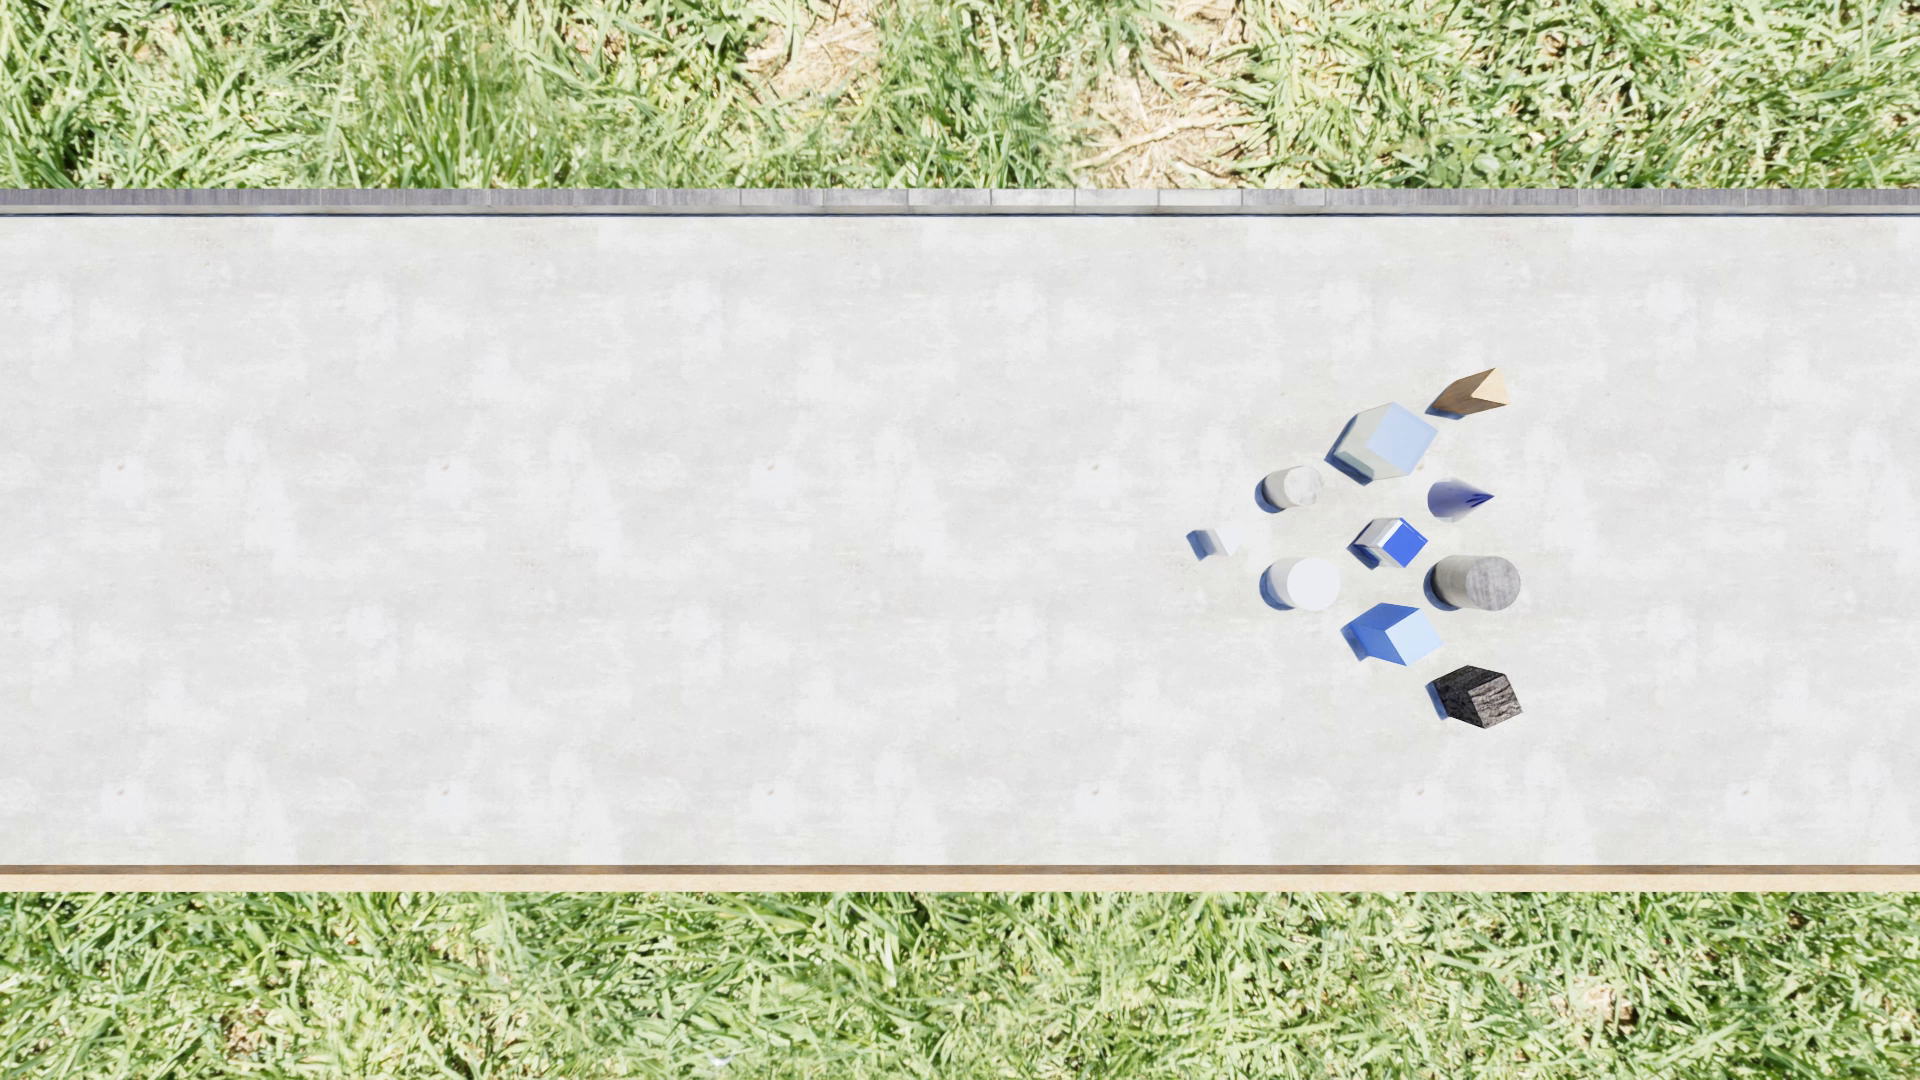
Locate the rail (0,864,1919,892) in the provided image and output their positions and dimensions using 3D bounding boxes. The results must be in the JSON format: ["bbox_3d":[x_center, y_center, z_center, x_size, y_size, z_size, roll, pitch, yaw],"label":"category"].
[{"bbox_3d":[-2.247,1.025,5.001,12.000,0.150,0.050,0,90,0],"label":"rail"}]

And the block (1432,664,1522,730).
[{"bbox_3d":[1.532,0.463,4.896,0.120,0.361,0.120,-24,90,0],"label":"block"}]

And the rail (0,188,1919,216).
[{"bbox_3d":[-2.247,-1.025,5.002,12.000,0.150,0.050,0,90,0],"label":"rail"}]

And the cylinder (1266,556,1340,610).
[{"bbox_3d":[1.017,0.127,4.910,0.153,0.332,0.153,0,90,0],"label":"cylinder"}]

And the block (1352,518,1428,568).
[{"bbox_3d":[1.281,0.008,4.921,0.105,0.311,0.105,41,90,0],"label":"block"}]

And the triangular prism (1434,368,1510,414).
[{"bbox_3d":[1.518,-0.445,4.880,0.111,0.393,0.096,12,90,0],"label":"triangular prism"}]

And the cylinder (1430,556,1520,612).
[{"bbox_3d":[1.527,0.125,4.900,0.159,0.353,0.159,0,90,0],"label":"cylinder"}]

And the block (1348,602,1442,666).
[{"bbox_3d":[1.277,0.274,4.856,0.120,0.441,0.120,-32,90,0],"label":"block"}]

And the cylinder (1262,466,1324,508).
[{"bbox_3d":[0.986,-0.156,4.900,0.117,0.353,0.117,0,90,0],"label":"cylinder"}]

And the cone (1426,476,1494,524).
[{"bbox_3d":[1.509,-0.124,4.861,0.144,0.431,0.144,0,90,0],"label":"cone"}]

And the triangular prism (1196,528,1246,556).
[{"bbox_3d":[0.755,-0.012,4.869,0.079,0.416,0.091,31,90,0],"label":"triangular prism"}]

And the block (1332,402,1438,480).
[{"bbox_3d":[1.248,-0.287,4.868,0.151,0.417,0.151,33,90,0],"label":"block"}]
